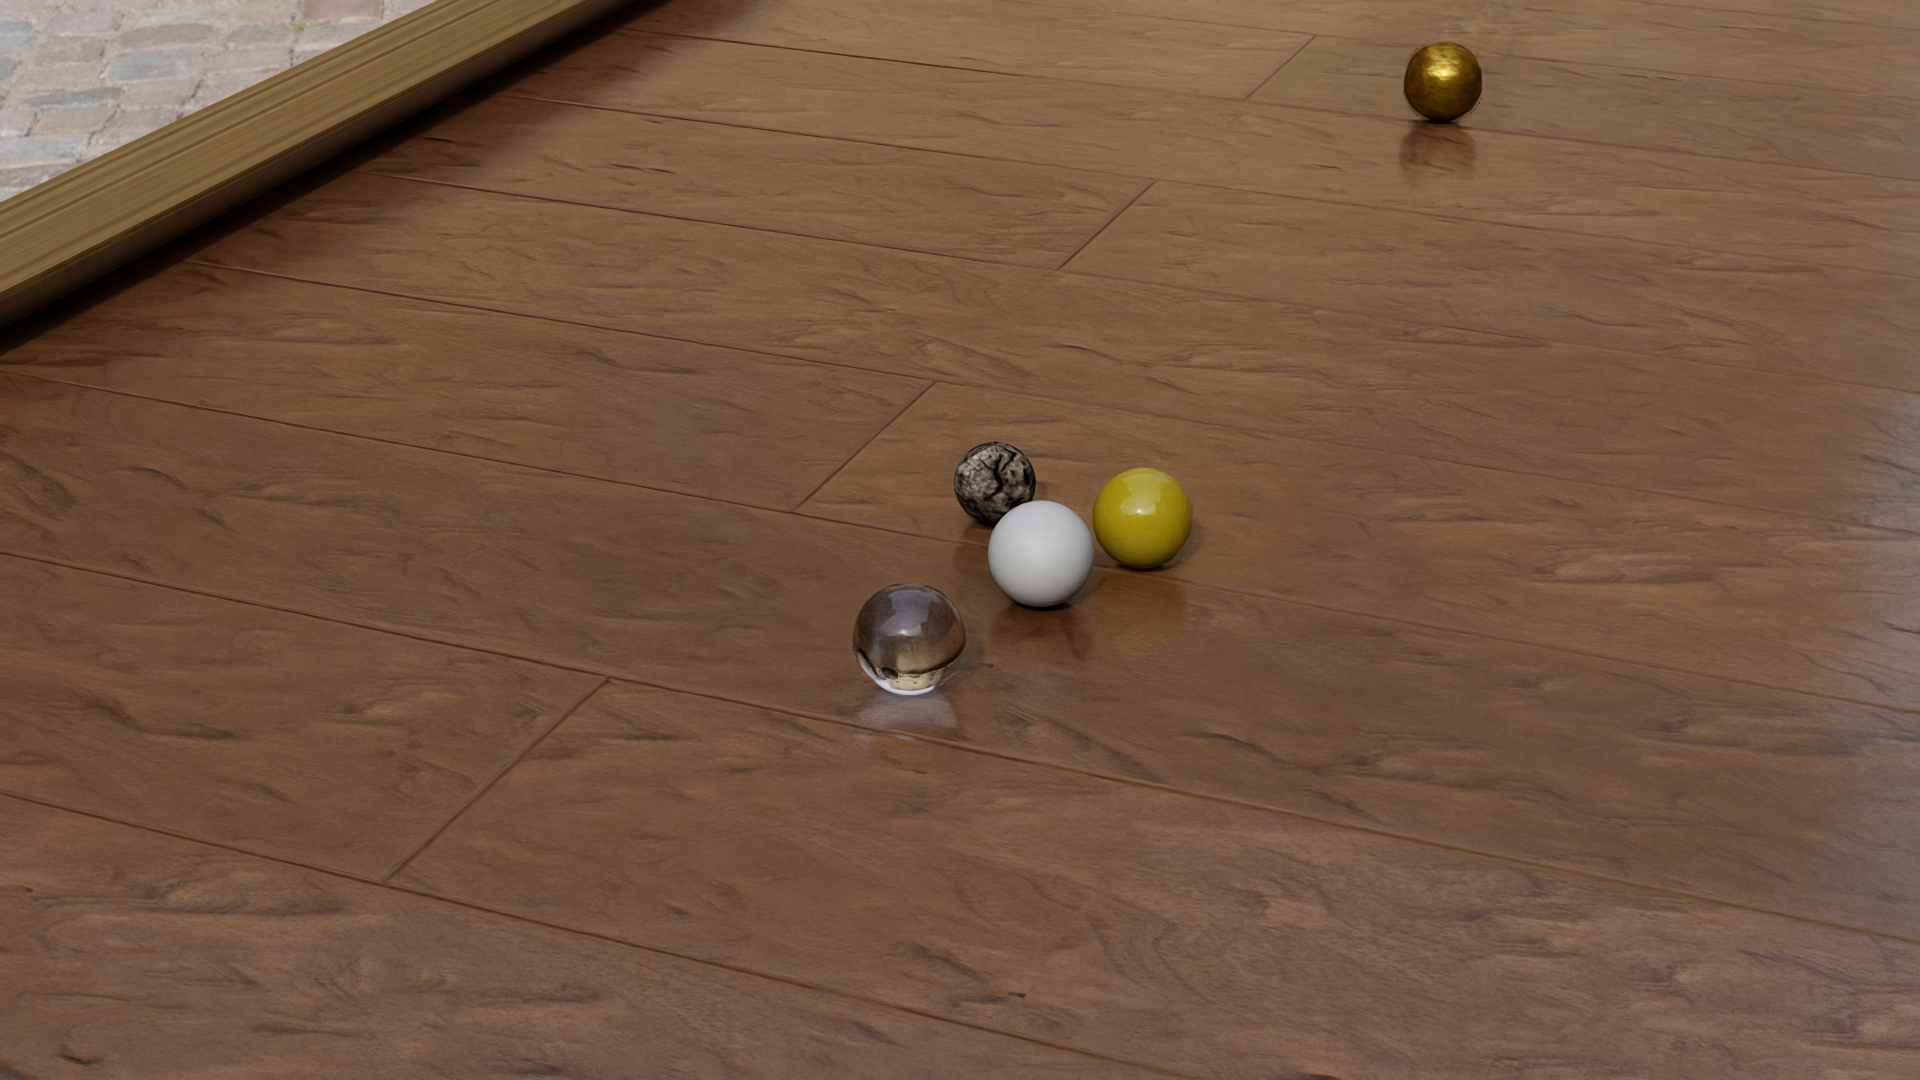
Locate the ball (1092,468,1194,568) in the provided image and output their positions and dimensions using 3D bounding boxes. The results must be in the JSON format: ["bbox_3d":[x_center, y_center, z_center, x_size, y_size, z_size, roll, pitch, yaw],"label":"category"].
[{"bbox_3d":[0.117,-0.014,1.877,0.065,0.065,0.065,0,26,0],"label":"ball"}]

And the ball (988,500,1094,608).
[{"bbox_3d":[0.050,0.009,1.827,0.067,0.067,0.067,0,26,0],"label":"ball"}]

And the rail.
[{"bbox_3d":[-0.473,-0.458,2.770,0.045,0.095,3.077,10,27,20],"label":"rail"}]

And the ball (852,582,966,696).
[{"bbox_3d":[-0.030,0.058,1.724,0.066,0.066,0.066,0,26,0],"label":"ball"}]

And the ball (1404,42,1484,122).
[{"bbox_3d":[0.448,-0.425,2.729,0.073,0.073,0.073,0,26,0],"label":"ball"}]

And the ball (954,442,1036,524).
[{"bbox_3d":[0.023,-0.038,1.938,0.054,0.054,0.054,0,26,0],"label":"ball"}]
